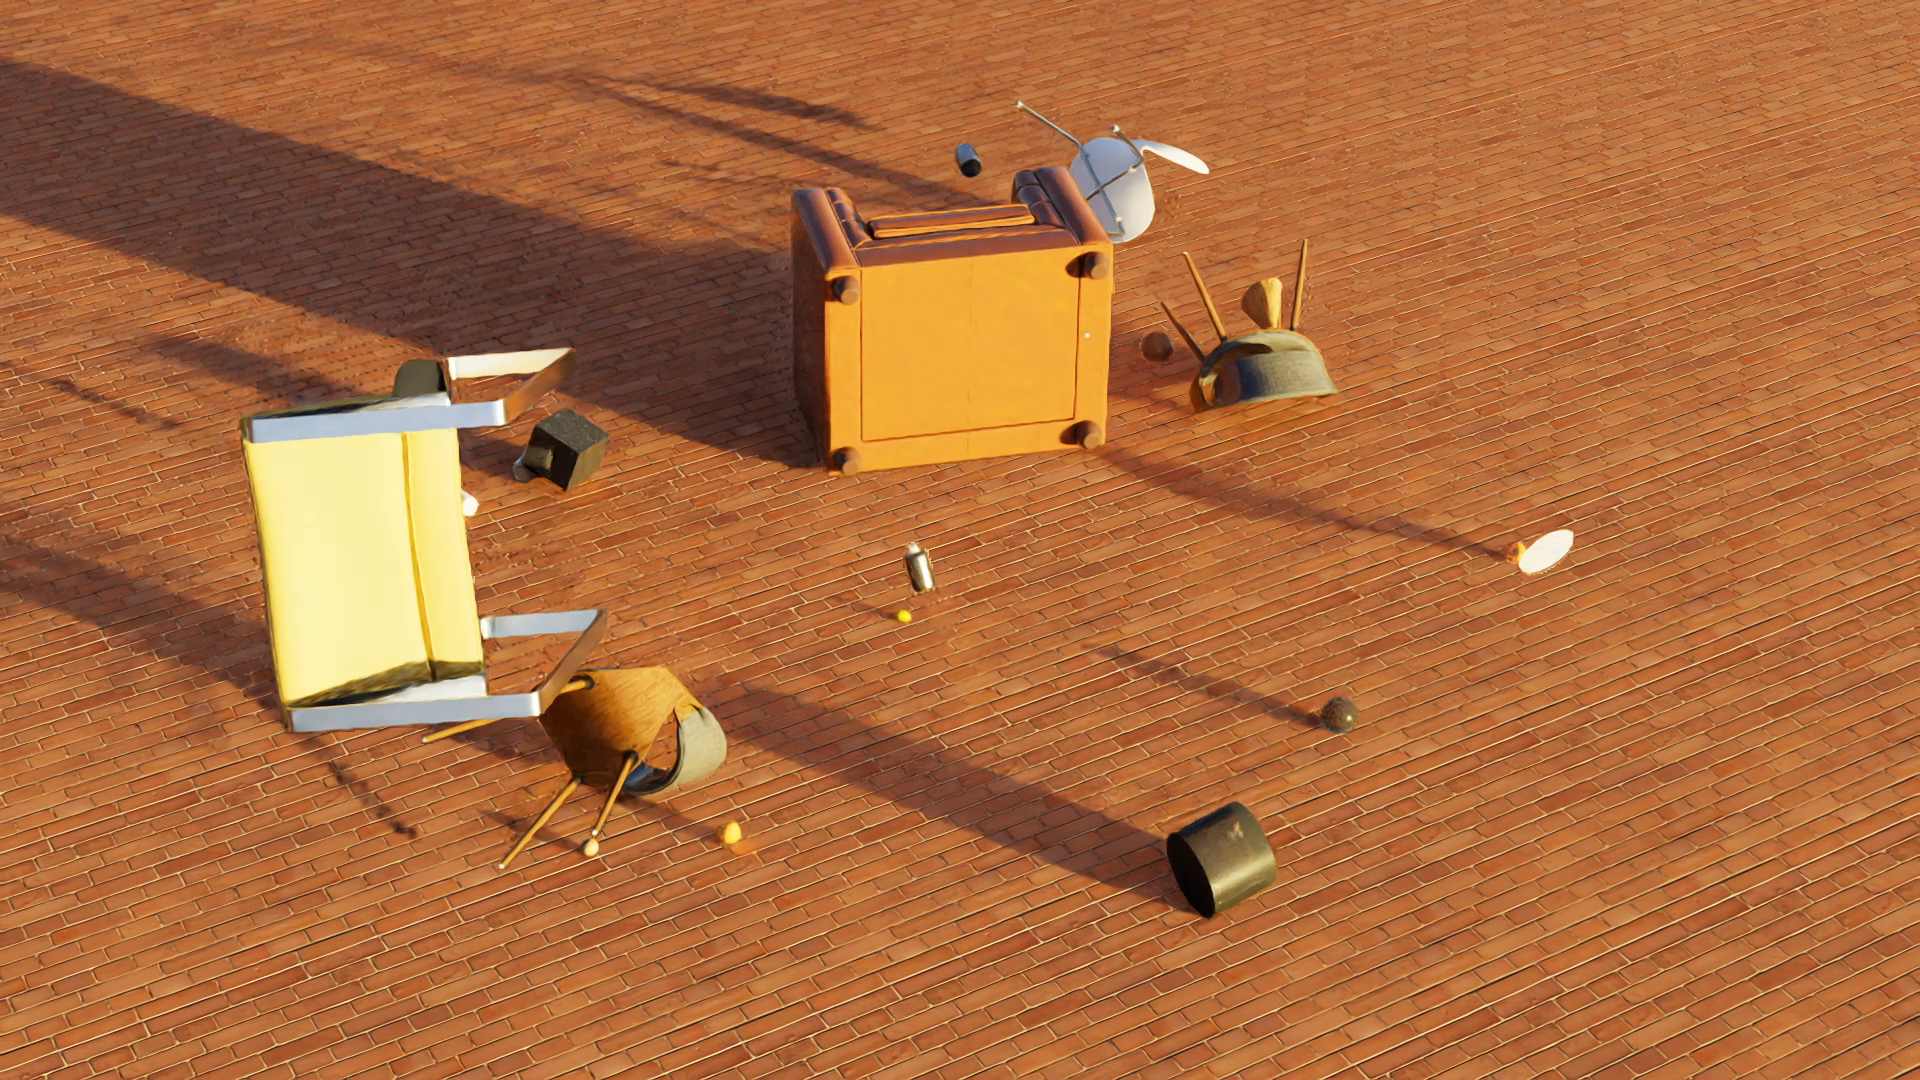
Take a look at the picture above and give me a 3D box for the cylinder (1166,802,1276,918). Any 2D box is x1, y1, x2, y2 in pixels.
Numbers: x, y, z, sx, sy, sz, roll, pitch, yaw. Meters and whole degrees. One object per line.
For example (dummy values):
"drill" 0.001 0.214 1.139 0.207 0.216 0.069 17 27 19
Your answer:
"cylinder" 0.821 1.003 9.202 0.261 0.291 0.171 -23 -2 -31

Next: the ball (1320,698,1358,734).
"ball" 1.285 0.594 9.931 0.123 0.123 0.123 0 33 0

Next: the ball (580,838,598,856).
"ball" -1.188 0.984 9.399 0.057 0.057 0.057 0 33 0

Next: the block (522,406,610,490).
"block" -1.508 -0.351 11.232 0.212 0.181 0.213 33 33 13

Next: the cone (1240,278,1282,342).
"cone" 1.261 -0.905 12.005 0.153 0.228 0.249 9 51 -27

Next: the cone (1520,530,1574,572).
"cone" 2.096 0.052 10.643 0.239 0.103 0.197 -33 -1 -11
